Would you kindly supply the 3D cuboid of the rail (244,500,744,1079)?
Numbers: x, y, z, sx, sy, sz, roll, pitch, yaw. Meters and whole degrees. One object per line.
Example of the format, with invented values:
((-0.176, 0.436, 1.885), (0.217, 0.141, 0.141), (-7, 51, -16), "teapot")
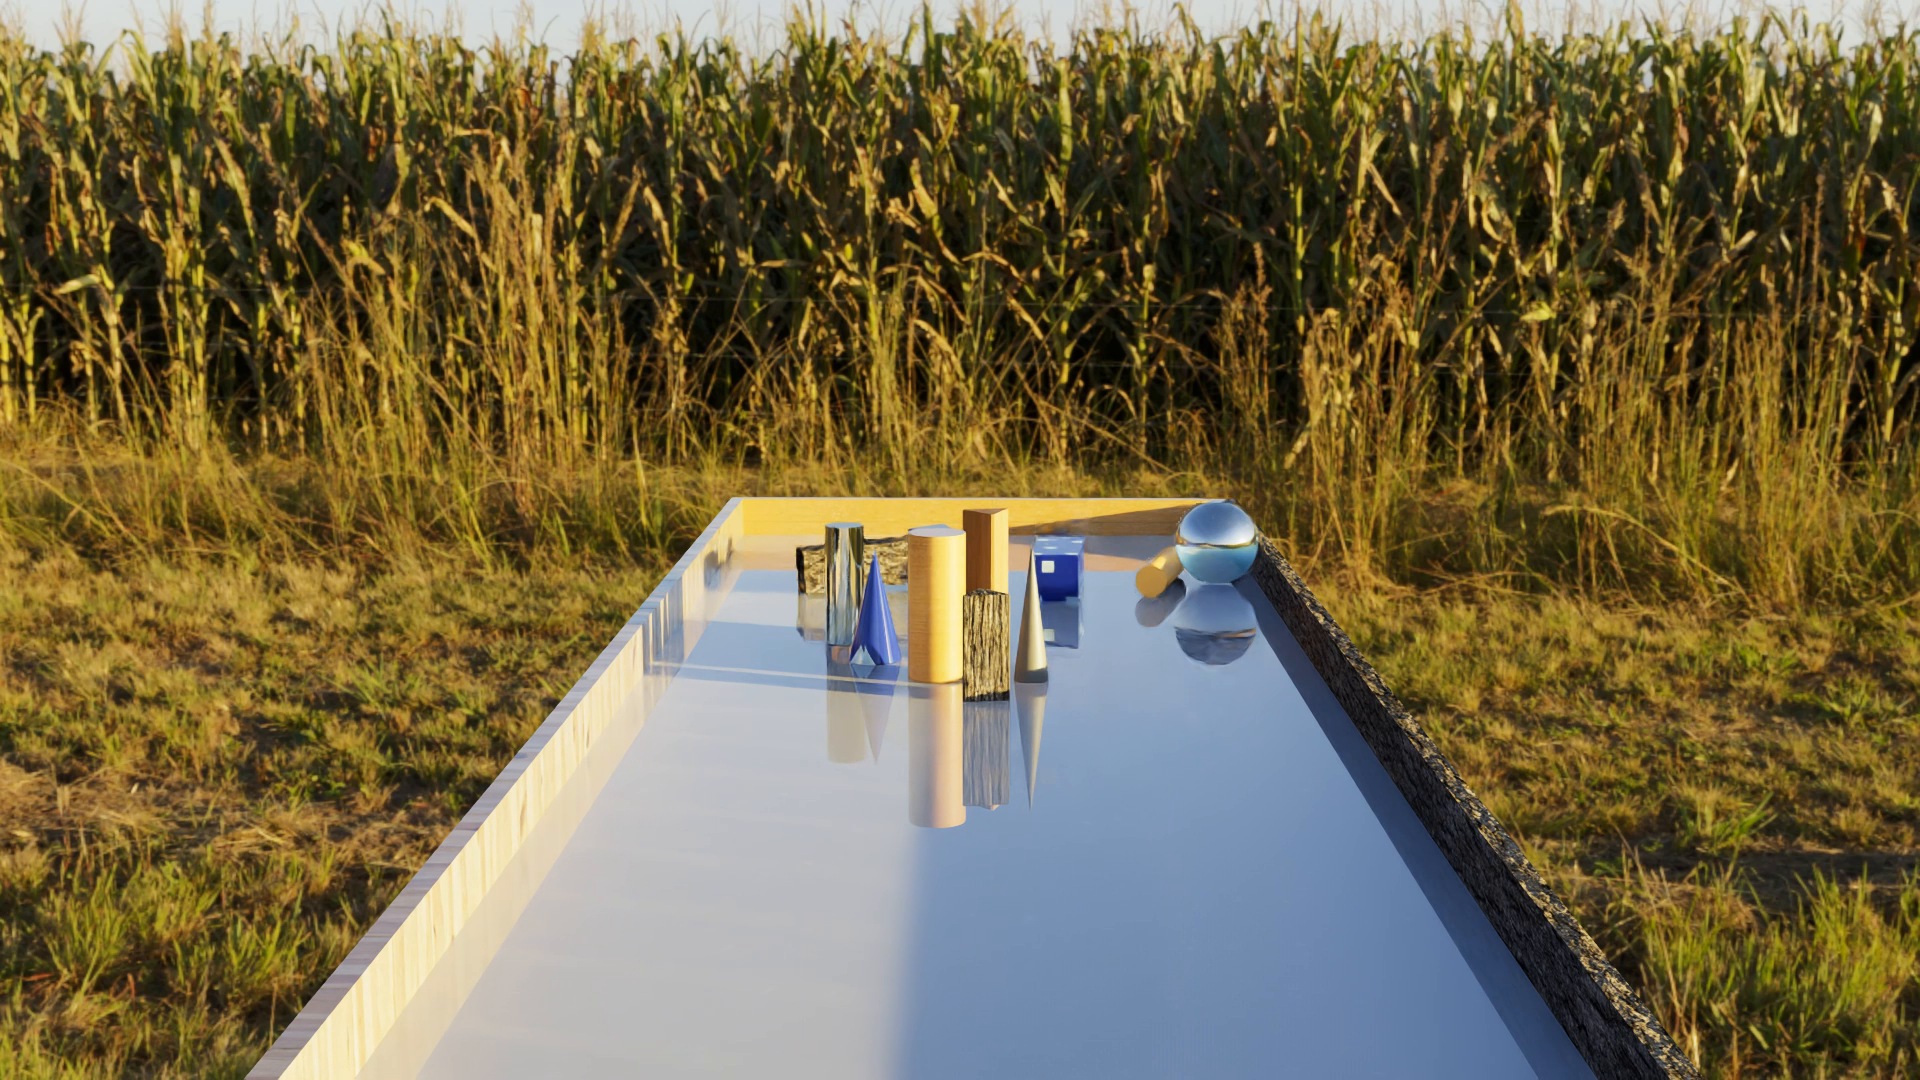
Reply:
((-1.004, 0.839, 3.234), (0.050, 0.150, 12.000), (0, 9, 1), "rail")

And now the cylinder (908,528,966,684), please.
((-0.068, 0.191, 6.425), (0.170, 0.432, 0.170), (0, 9, 0), "cylinder")

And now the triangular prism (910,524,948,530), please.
((-0.072, 0.140, 6.947), (0.148, 0.369, 0.128), (2, 9, 14), "triangular prism")

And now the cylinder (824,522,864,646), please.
((-0.363, 0.139, 6.928), (0.122, 0.376, 0.122), (0, 9, 0), "cylinder")

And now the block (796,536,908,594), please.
((-0.349, 0.086, 7.876), (0.451, 0.152, 0.152), (-6, 8, -14), "block")

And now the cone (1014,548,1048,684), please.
((0.208, 0.207, 6.399), (0.104, 0.409, 0.104), (0, 9, 0), "cone")

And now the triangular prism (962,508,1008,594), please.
((0.099, 0.134, 6.702), (0.121, 0.457, 0.140), (-8, 12, -40), "triangular prism")

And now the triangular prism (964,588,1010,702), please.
((0.066, 0.293, 6.196), (0.132, 0.301, 0.115), (-1, 9, -8), "triangular prism")

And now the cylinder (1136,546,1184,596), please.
((0.729, 0.111, 7.951), (0.111, 0.111, 0.441), (2, 9, 15), "cylinder")

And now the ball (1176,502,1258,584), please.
((0.933, 0.010, 7.982), (0.302, 0.302, 0.302), (0, 9, 0), "ball")

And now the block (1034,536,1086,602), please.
((0.350, 0.100, 7.817), (0.165, 0.165, 0.333), (1, 11, 7), "block")

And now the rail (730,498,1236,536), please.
((0.099, -0.098, 9.147), (2.100, 0.150, 0.050), (0, 9, 1), "rail")

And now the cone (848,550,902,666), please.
((-0.258, 0.194, 6.683), (0.163, 0.345, 0.163), (0, 9, 0), "cone")

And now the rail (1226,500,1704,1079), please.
((1.046, 0.843, 3.208), (0.050, 0.150, 12.000), (0, 9, 1), "rail")
